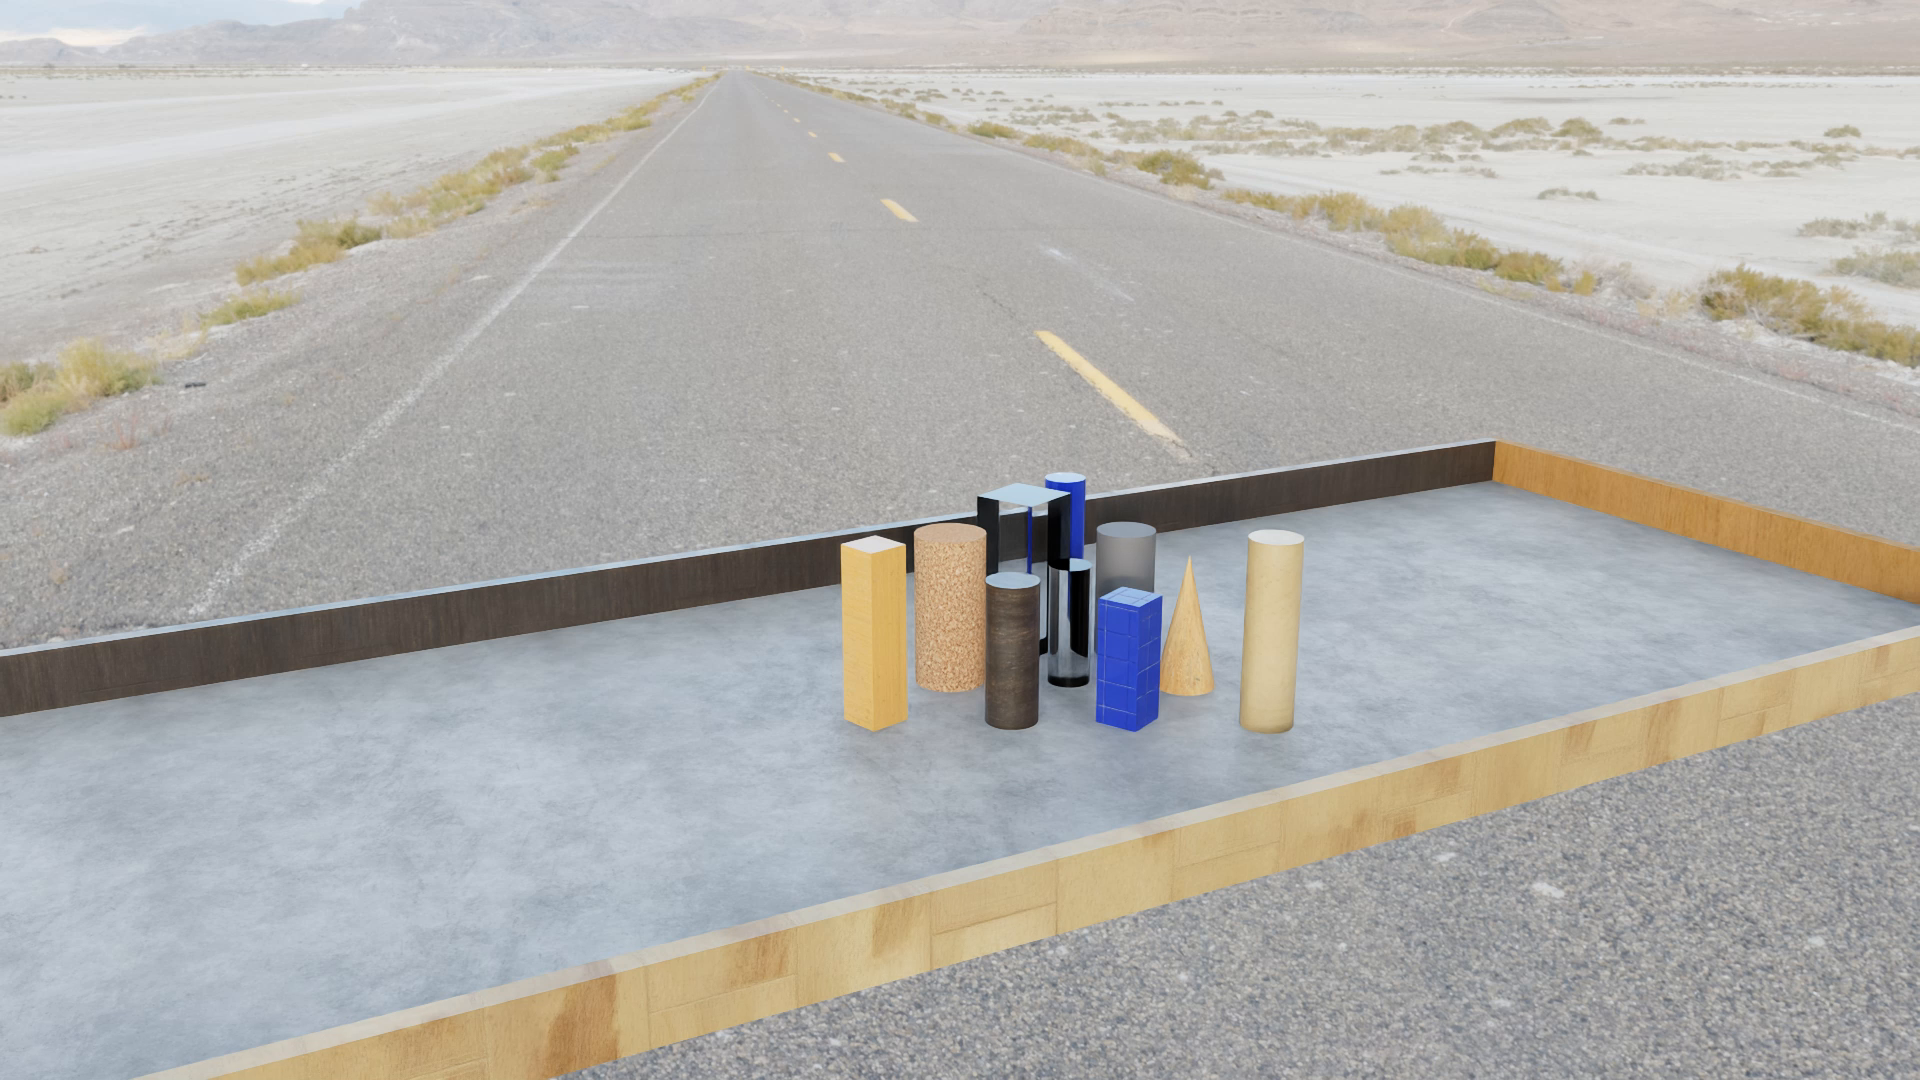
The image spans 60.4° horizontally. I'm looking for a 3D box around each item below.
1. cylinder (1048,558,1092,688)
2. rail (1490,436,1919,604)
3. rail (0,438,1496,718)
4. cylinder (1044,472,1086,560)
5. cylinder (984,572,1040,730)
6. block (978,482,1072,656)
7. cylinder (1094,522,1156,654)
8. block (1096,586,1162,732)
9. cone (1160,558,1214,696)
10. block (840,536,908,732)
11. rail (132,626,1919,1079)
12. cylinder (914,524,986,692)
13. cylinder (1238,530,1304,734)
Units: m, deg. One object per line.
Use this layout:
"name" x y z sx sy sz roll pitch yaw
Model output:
"cylinder" 0.273 0.207 4.112 0.107 0.304 0.107 0 16 0
"rail" 2.466 -0.048 5.253 0.050 0.150 2.100 -9 18 -27
"rail" -3.305 0.497 3.399 12.000 0.150 0.050 -9 18 -27
"cylinder" 0.292 0.013 4.621 0.113 0.389 0.113 0 16 0
"cylinder" 0.122 0.259 3.859 0.127 0.347 0.127 0 16 0
"block" 0.167 0.080 4.348 0.175 0.414 0.175 12 20 36
"cylinder" 0.431 0.133 4.314 0.154 0.332 0.154 0 16 0
"block" 0.396 0.278 3.863 0.108 0.307 0.108 12 20 34
"cone" 0.562 0.198 4.078 0.151 0.340 0.151 0 16 0
"block" -0.199 0.217 3.849 0.106 0.432 0.106 -15 22 -42
"rail" -2.336 1.006 1.665 12.000 0.150 0.050 -9 18 -27
"cylinder" -0.024 0.167 4.107 0.178 0.384 0.178 0 16 0
"cylinder" 0.721 0.213 3.820 0.126 0.457 0.126 0 16 0
